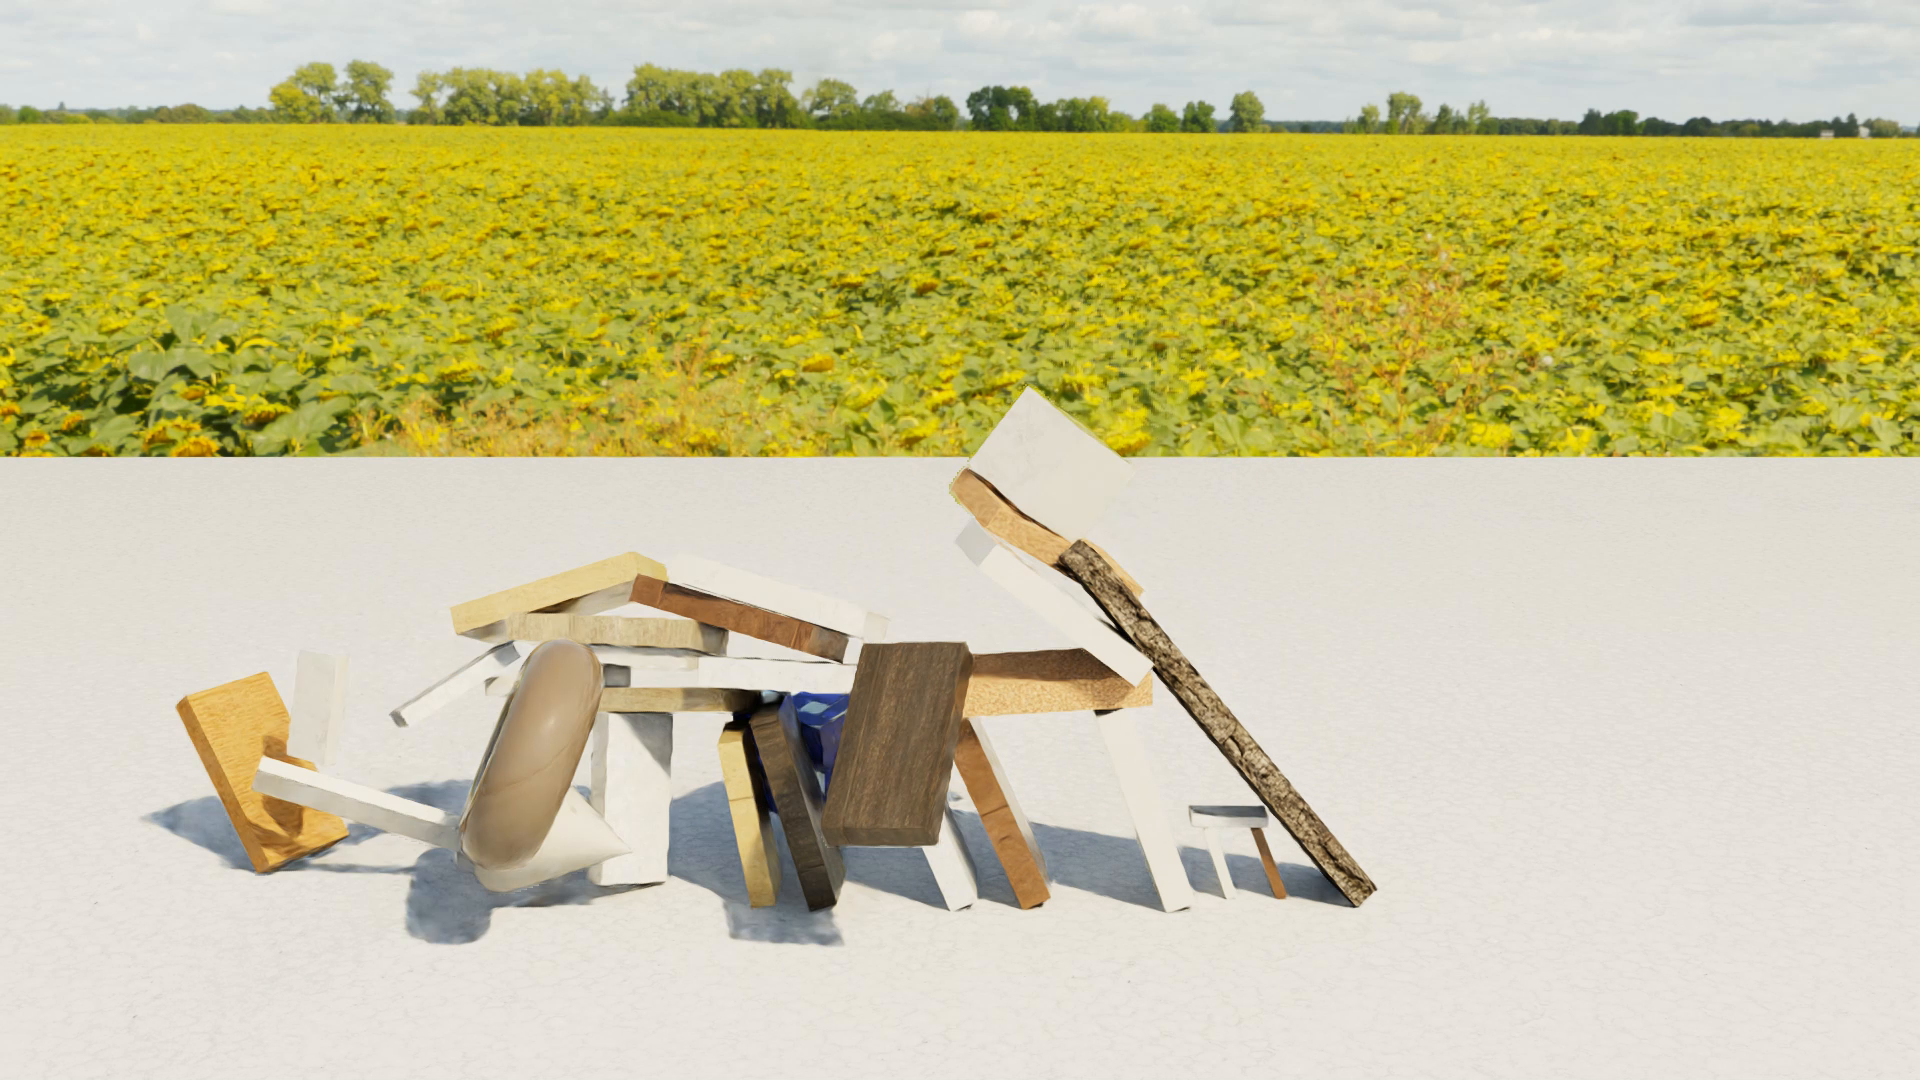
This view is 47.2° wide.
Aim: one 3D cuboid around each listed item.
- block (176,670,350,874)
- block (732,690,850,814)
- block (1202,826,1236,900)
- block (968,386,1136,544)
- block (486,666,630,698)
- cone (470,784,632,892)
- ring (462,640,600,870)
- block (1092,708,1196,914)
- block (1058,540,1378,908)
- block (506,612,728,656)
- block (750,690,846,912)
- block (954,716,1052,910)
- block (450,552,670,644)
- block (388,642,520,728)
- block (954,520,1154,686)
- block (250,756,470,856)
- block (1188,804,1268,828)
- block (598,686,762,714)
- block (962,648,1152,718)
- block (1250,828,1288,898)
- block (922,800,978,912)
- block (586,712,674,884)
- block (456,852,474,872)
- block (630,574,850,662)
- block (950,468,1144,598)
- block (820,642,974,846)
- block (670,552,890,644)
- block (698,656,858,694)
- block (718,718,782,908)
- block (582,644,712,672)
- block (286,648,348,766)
[{"bbox_3d":[-1.212,0.401,3.823,0.046,0.328,0.164,-36,-10,39],"label":"block"},{"bbox_3d":[-0.262,0.361,3.904,0.194,0.194,0.194,10,25,31],"label":"block"},{"bbox_3d":[0.430,0.528,3.660,0.018,0.126,0.063,-19,10,3],"label":"block"},{"bbox_3d":[0.154,-0.122,3.636,0.162,0.162,0.162,31,10,-48],"label":"block"},{"bbox_3d":[-0.682,0.242,3.732,0.217,0.031,0.108,-6,-8,17],"label":"block"},{"bbox_3d":[-0.620,0.477,3.534,0.234,0.234,0.234,9,14,26],"label":"cone"},{"bbox_3d":[-0.651,0.326,3.344,0.124,0.371,0.371,22,6,-12],"label":"ring"},{"bbox_3d":[0.294,0.416,3.621,0.050,0.356,0.178,-20,14,1],"label":"block"},{"bbox_3d":[0.422,0.299,3.593,0.047,0.734,0.164,-41,13,-1],"label":"block"},{"bbox_3d":[-0.570,0.158,3.674,0.328,0.046,0.164,2,-7,14],"label":"block"},{"bbox_3d":[-0.266,0.427,3.635,0.047,0.333,0.167,-16,10,5],"label":"block"},{"bbox_3d":[0.052,0.417,3.641,0.050,0.355,0.178,-24,12,4],"label":"block"},{"bbox_3d":[-0.680,0.101,3.760,0.334,0.047,0.167,-17,-12,8],"label":"block"},{"bbox_3d":[-0.851,0.244,3.704,0.217,0.031,0.108,-34,8,-23],"label":"block"},{"bbox_3d":[0.147,0.098,3.453,0.329,0.047,0.164,37,3,-19],"label":"block"},{"bbox_3d":[-0.923,0.462,3.657,0.499,0.025,0.089,20,-35,-16],"label":"block"},{"bbox_3d":[0.444,0.458,3.648,0.126,0.018,0.063,1,11,1],"label":"block"},{"bbox_3d":[-0.489,0.269,3.679,0.282,0.040,0.141,-2,-6,22],"label":"block"},{"bbox_3d":[0.118,0.229,3.557,0.355,0.050,0.178,-3,13,-6],"label":"block"},{"bbox_3d":[0.511,0.529,3.660,0.018,0.126,0.063,-21,10,4],"label":"block"},{"bbox_3d":[-0.058,0.431,3.635,0.047,0.333,0.166,-23,10,4],"label":"block"},{"bbox_3d":[-0.552,0.431,3.681,0.040,0.282,0.141,-2,-6,41],"label":"block"},{"bbox_3d":[-0.777,0.519,3.783,0.177,0.089,0.025,-5,35,-18],"label":"block"},{"bbox_3d":[-0.364,0.130,3.639,0.328,0.046,0.164,15,-4,20],"label":"block"},{"bbox_3d":[0.147,0.000,3.683,0.329,0.047,0.164,30,10,-31],"label":"block"},{"bbox_3d":[-0.092,0.301,3.295,0.167,0.047,0.334,-2,50,17],"label":"block"},{"bbox_3d":[-0.294,0.097,3.618,0.334,0.047,0.167,17,-4,12],"label":"block"},{"bbox_3d":[-0.246,0.223,3.596,0.333,0.047,0.167,3,-3,7],"label":"block"},{"bbox_3d":[-0.347,0.451,3.641,0.040,0.282,0.141,-10,10,2],"label":"block"},{"bbox_3d":[-0.535,0.196,3.651,0.217,0.031,0.108,2,-7,14],"label":"block"},{"bbox_3d":[-1.057,0.274,3.616,0.089,0.177,0.025,10,3,30],"label":"block"}]
